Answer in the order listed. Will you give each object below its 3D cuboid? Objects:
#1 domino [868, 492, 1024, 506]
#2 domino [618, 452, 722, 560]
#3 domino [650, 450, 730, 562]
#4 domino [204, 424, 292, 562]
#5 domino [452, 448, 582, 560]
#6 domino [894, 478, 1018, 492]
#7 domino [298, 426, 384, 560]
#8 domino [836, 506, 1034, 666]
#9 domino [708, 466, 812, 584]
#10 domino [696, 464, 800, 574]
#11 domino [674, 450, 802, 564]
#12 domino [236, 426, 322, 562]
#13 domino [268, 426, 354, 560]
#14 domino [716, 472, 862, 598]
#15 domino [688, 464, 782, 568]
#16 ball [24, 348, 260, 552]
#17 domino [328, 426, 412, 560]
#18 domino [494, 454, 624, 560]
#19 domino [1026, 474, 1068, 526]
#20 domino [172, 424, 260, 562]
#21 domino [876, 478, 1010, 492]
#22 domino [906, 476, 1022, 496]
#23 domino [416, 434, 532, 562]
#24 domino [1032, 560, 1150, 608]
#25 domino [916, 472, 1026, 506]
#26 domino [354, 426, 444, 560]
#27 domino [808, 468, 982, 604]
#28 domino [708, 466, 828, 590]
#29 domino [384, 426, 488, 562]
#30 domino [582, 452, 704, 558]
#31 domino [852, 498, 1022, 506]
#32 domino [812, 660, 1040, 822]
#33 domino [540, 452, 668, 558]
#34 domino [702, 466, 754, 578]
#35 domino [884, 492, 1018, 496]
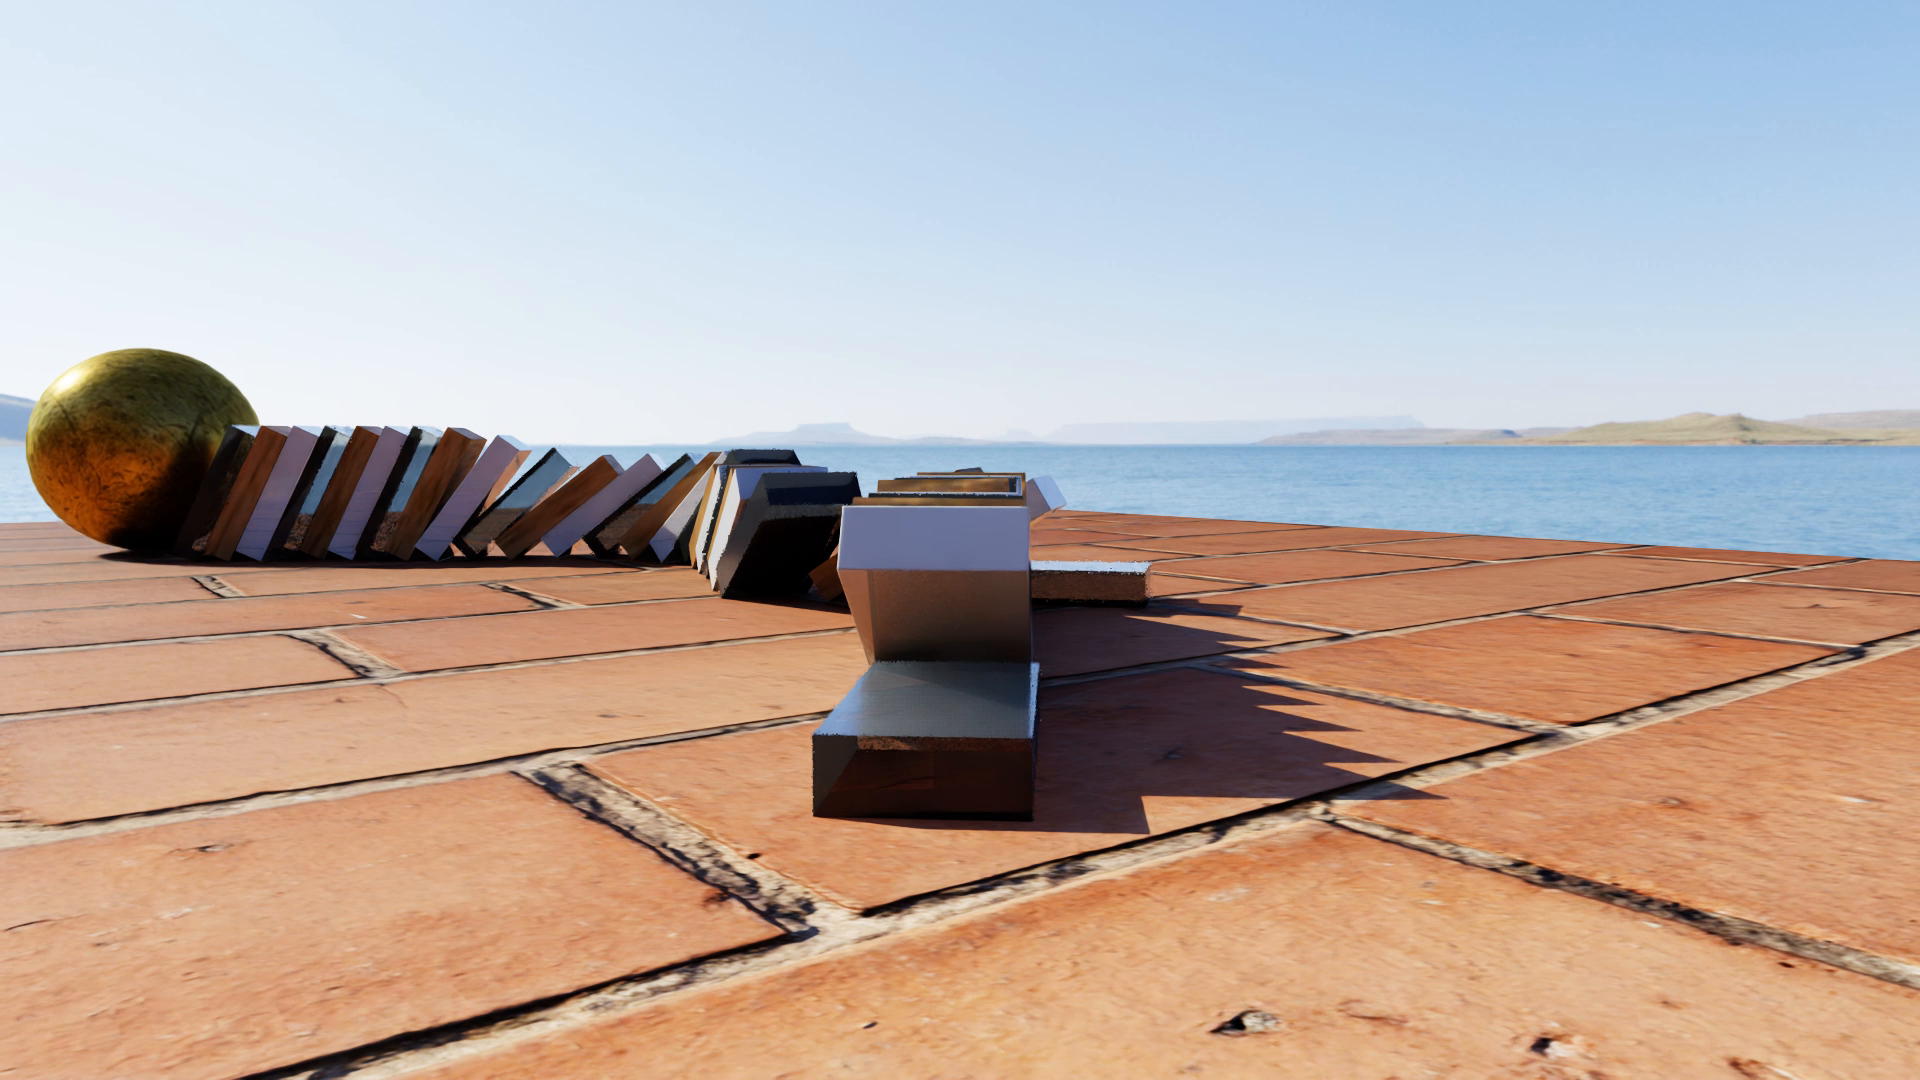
[{"bbox_3d":[-0.002,0.008,0.227,0.025,0.010,0.050,1,-27,2],"label":"domino"},{"bbox_3d":[-0.100,-0.013,0.472,0.050,0.009,0.025,-41,-9,16],"label":"domino"},{"bbox_3d":[-0.087,-0.012,0.459,0.050,0.009,0.025,-45,-20,28],"label":"domino"},{"bbox_3d":[-0.258,-0.018,0.473,0.009,0.050,0.025,25,1,-9],"label":"domino"},{"bbox_3d":[-0.164,-0.014,0.478,0.050,0.009,0.025,-44,8,-3],"label":"domino"},{"bbox_3d":[0.001,0.004,0.281,0.025,0.010,0.050,0,-29,5],"label":"domino"},{"bbox_3d":[-0.228,-0.018,0.480,0.009,0.050,0.025,25,1,-9],"label":"domino"},{"bbox_3d":[-0.002,0.011,0.191,0.025,0.010,0.050,0,-27,4],"label":"domino"},{"bbox_3d":[-0.058,-0.004,0.375,0.025,0.010,0.050,-2,-30,-21],"label":"domino"},{"bbox_3d":[-0.068,-0.006,0.408,0.025,0.010,0.050,-2,-30,-22],"label":"domino"},{"bbox_3d":[-0.077,-0.011,0.445,0.025,0.010,0.050,-3,-37,-43],"label":"domino"},{"bbox_3d":[-0.248,-0.018,0.475,0.010,0.050,0.025,25,1,-9],"label":"domino"},{"bbox_3d":[-0.238,-0.018,0.477,0.009,0.050,0.025,25,1,-9],"label":"domino"},{"bbox_3d":[-0.046,-0.001,0.342,0.025,0.010,0.050,-2,-28,-27],"label":"domino"},{"bbox_3d":[-0.073,-0.007,0.424,0.025,0.010,0.050,-2,-30,-23],"label":"domino"},{"bbox_3d":[-0.319,-0.035,0.506,0.080,0.080,0.080,0,4,0],"label":"ball"},{"bbox_3d":[-0.217,-0.018,0.479,0.009,0.050,0.025,25,1,-9],"label":"domino"},{"bbox_3d":[-0.149,-0.013,0.481,0.050,0.009,0.025,-39,8,-3],"label":"domino"},{"bbox_3d":[0.004,-0.001,0.349,0.050,0.010,0.025,-31,-3,15],"label":"domino"},{"bbox_3d":[-0.269,-0.017,0.471,0.009,0.050,0.025,25,1,-9],"label":"domino"},{"bbox_3d":[-0.001,0.005,0.264,0.025,0.009,0.050,0,-29,5],"label":"domino"},{"bbox_3d":[0.002,0.002,0.298,0.025,0.009,0.050,0,-29,5],"label":"domino"},{"bbox_3d":[-0.180,-0.016,0.476,0.009,0.050,0.025,36,-1,-9],"label":"domino"},{"bbox_3d":[0.026,0.012,0.349,0.050,0.009,0.025,1,4,12],"label":"domino"},{"bbox_3d":[0.004,0.001,0.314,0.025,0.010,0.050,0,-29,4],"label":"domino"},{"bbox_3d":[-0.206,-0.018,0.477,0.010,0.050,0.025,25,1,-9],"label":"domino"},{"bbox_3d":[-0.015,-0.002,0.349,0.050,0.009,0.025,-34,-4,15],"label":"domino"},{"bbox_3d":[-0.054,-0.002,0.358,0.025,0.010,0.050,-2,-29,-22],"label":"domino"},{"bbox_3d":[-0.194,-0.017,0.476,0.010,0.050,0.025,28,0,-9],"label":"domino"},{"bbox_3d":[-0.116,-0.013,0.481,0.050,0.009,0.025,-39,1,3],"label":"domino"},{"bbox_3d":[-0.002,0.009,0.209,0.025,0.009,0.050,1,-27,3],"label":"domino"},{"bbox_3d":[-0.002,0.025,0.170,0.025,0.010,0.050,0,4,4],"label":"domino"},{"bbox_3d":[-0.132,-0.013,0.483,0.050,0.010,0.025,-39,6,-3],"label":"domino"},{"bbox_3d":[-0.062,-0.005,0.392,0.025,0.009,0.050,-2,-30,-21],"label":"domino"},{"bbox_3d":[-0.001,0.007,0.246,0.025,0.010,0.050,1,-27,3],"label":"domino"}]
